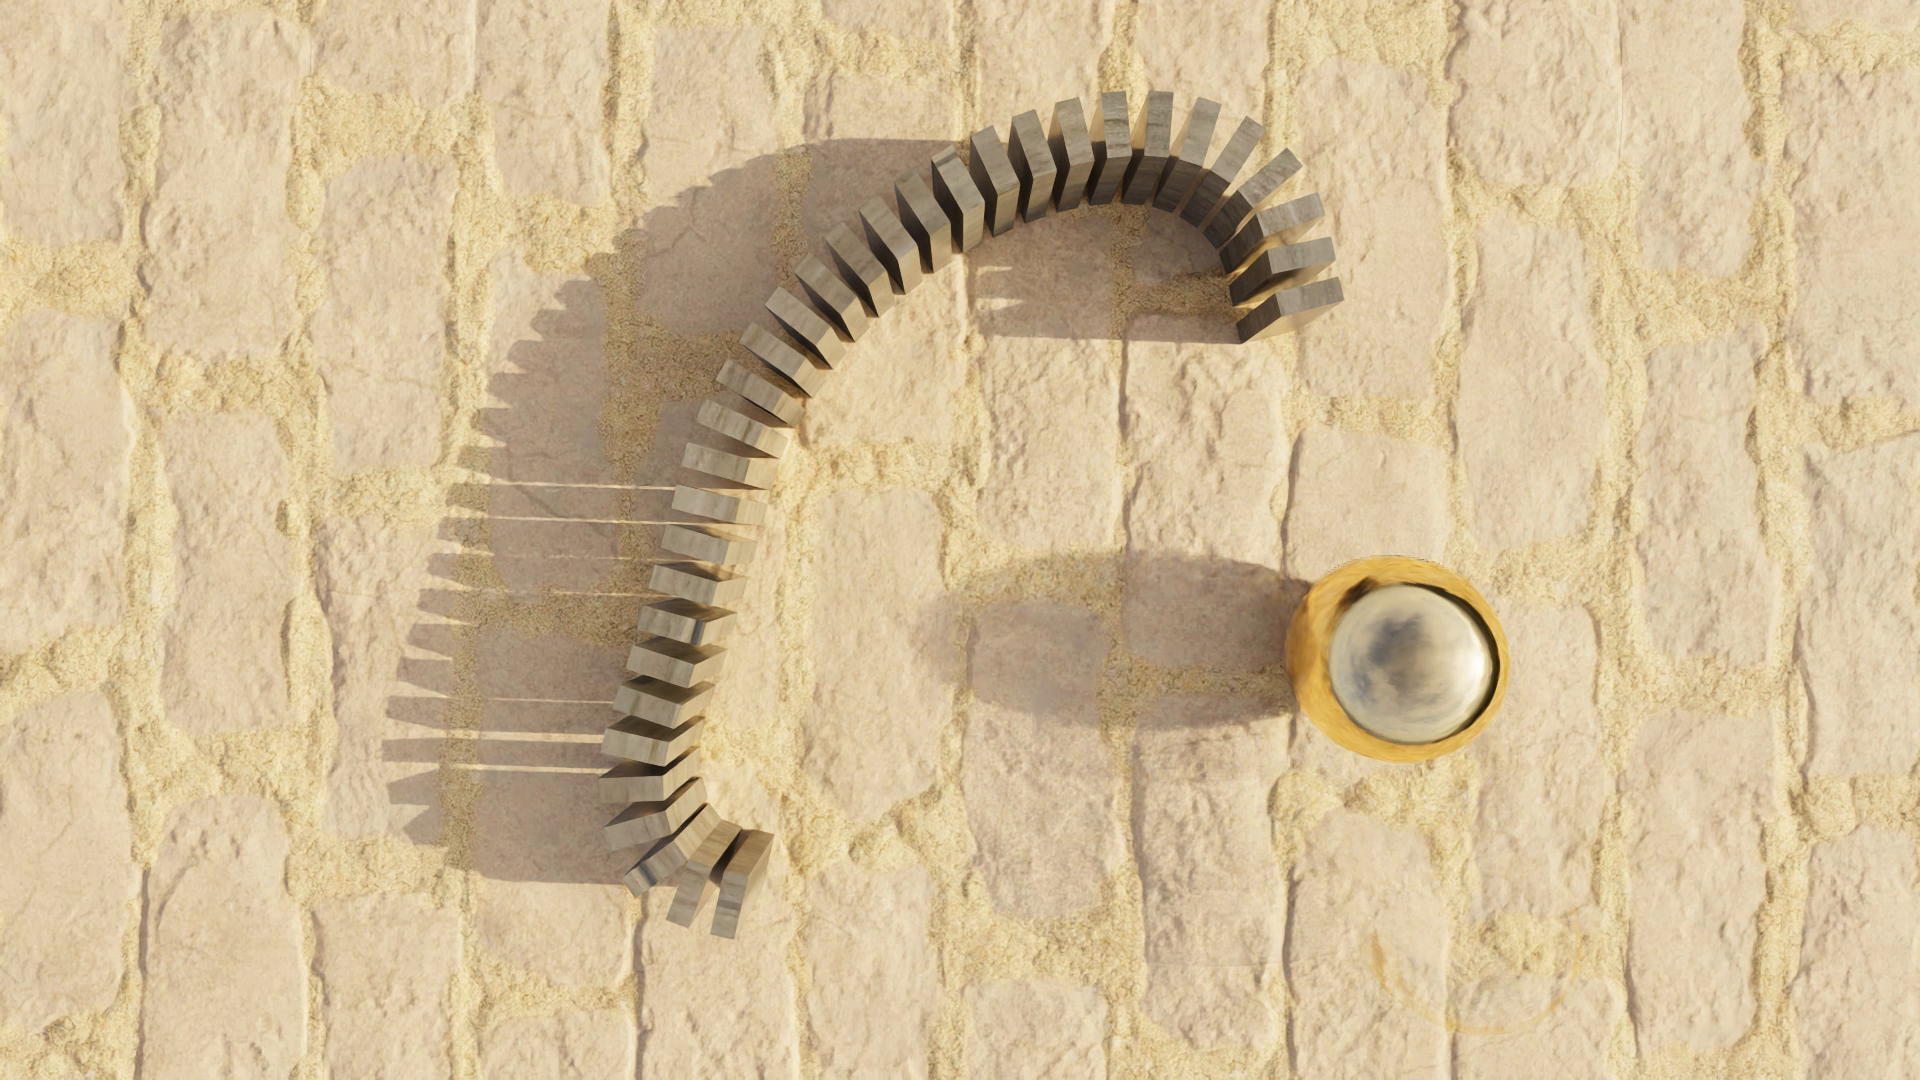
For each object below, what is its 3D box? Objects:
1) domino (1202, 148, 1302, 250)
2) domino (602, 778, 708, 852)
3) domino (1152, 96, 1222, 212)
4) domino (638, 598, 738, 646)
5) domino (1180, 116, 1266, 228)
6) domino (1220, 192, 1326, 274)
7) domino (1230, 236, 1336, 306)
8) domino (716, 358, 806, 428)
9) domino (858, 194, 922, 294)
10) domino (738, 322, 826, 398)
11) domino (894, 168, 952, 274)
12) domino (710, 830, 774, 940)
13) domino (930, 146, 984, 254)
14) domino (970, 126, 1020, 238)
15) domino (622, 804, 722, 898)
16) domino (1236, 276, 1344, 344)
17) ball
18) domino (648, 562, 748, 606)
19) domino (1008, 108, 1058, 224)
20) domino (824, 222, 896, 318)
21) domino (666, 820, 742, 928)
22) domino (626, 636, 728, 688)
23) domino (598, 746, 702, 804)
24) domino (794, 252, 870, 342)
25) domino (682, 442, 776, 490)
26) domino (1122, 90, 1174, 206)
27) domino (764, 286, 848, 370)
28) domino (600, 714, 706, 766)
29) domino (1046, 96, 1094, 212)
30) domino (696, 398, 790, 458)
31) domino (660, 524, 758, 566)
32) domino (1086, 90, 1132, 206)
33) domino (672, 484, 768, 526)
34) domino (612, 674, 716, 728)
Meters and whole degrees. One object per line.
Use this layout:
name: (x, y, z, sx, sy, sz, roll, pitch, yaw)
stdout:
domino: (0.118, -0.138, 0.375, 0.025, 0.050, 0.010, -40, 90, 0)
domino: (-0.123, 0.111, 0.375, 0.025, 0.050, 0.010, -15, 90, 0)
domino: (0.092, -0.156, 0.375, 0.010, 0.050, 0.025, 17, 90, 0)
domino: (-0.110, 0.033, 0.375, 0.025, 0.050, 0.009, 15, 90, 0)
domino: (0.106, -0.149, 0.375, 0.010, 0.050, 0.025, 34, 90, 0)
domino: (0.126, -0.125, 0.375, 0.025, 0.050, 0.010, -19, 90, 0)
domino: (0.131, -0.109, 0.375, 0.025, 0.050, 0.009, -12, 90, 0)
domino: (-0.080, -0.059, 0.375, 0.025, 0.050, 0.009, 31, 90, 0)
domino: (-0.028, -0.120, 0.375, 0.010, 0.050, 0.025, -38, 90, 0)
domino: (-0.072, -0.073, 0.375, 0.025, 0.050, 0.010, 35, 90, 0)
domino: (-0.015, -0.129, 0.375, 0.010, 0.050, 0.025, -34, 90, 0)
domino: (-0.088, 0.140, 0.375, 0.010, 0.050, 0.025, 13, 90, 0)
domino: (-0.001, -0.138, 0.375, 0.009, 0.050, 0.025, -30, 90, 0)
domino: (0.014, -0.145, 0.375, 0.010, 0.050, 0.025, -25, 90, 0)
domino: (-0.117, 0.126, 0.375, 0.025, 0.050, 0.009, -36, 90, 0)
domino: (0.134, -0.093, 0.375, 0.025, 0.050, 0.009, -14, 90, 0)
ball: (0.170, 0.046, 0.360, 0.080, 0.080, 0.080, 0, 90, 0)
domino: (-0.106, 0.017, 0.375, 0.025, 0.050, 0.009, 16, 90, 0)
domino: (0.028, -0.151, 0.375, 0.010, 0.050, 0.025, -20, 90, 0)
domino: (-0.040, -0.109, 0.375, 0.010, 0.050, 0.025, -42, 90, 0)
domino: (-0.104, 0.135, 0.375, 0.009, 0.050, 0.025, 21, 90, 0)
domino: (-0.115, 0.048, 0.375, 0.025, 0.050, 0.010, 18, 90, 0)
domino: (-0.126, 0.095, 0.375, 0.025, 0.050, 0.010, -2, 90, 0)
domino: (-0.052, -0.098, 0.375, 0.025, 0.050, 0.010, 43, 90, 0)
domino: (-0.093, -0.030, 0.375, 0.025, 0.050, 0.009, 16, 90, 0)
domino: (0.076, -0.159, 0.375, 0.009, 0.050, 0.025, 4, 90, 0)
domino: (-0.062, -0.086, 0.375, 0.025, 0.050, 0.010, 38, 90, 0)
domino: (-0.124, 0.079, 0.375, 0.025, 0.050, 0.010, 13, 90, 0)
domino: (0.044, -0.156, 0.375, 0.010, 0.050, 0.025, -14, 90, 0)
domino: (-0.088, -0.045, 0.375, 0.025, 0.050, 0.010, 24, 90, 0)
domino: (-0.101, 0.002, 0.375, 0.025, 0.050, 0.009, 16, 90, 0)
domino: (0.060, -0.159, 0.375, 0.009, 0.050, 0.025, -5, 90, 0)
domino: (-0.097, -0.014, 0.375, 0.025, 0.050, 0.010, 13, 90, 0)
domino: (-0.120, 0.064, 0.375, 0.025, 0.050, 0.010, 18, 90, 0)
